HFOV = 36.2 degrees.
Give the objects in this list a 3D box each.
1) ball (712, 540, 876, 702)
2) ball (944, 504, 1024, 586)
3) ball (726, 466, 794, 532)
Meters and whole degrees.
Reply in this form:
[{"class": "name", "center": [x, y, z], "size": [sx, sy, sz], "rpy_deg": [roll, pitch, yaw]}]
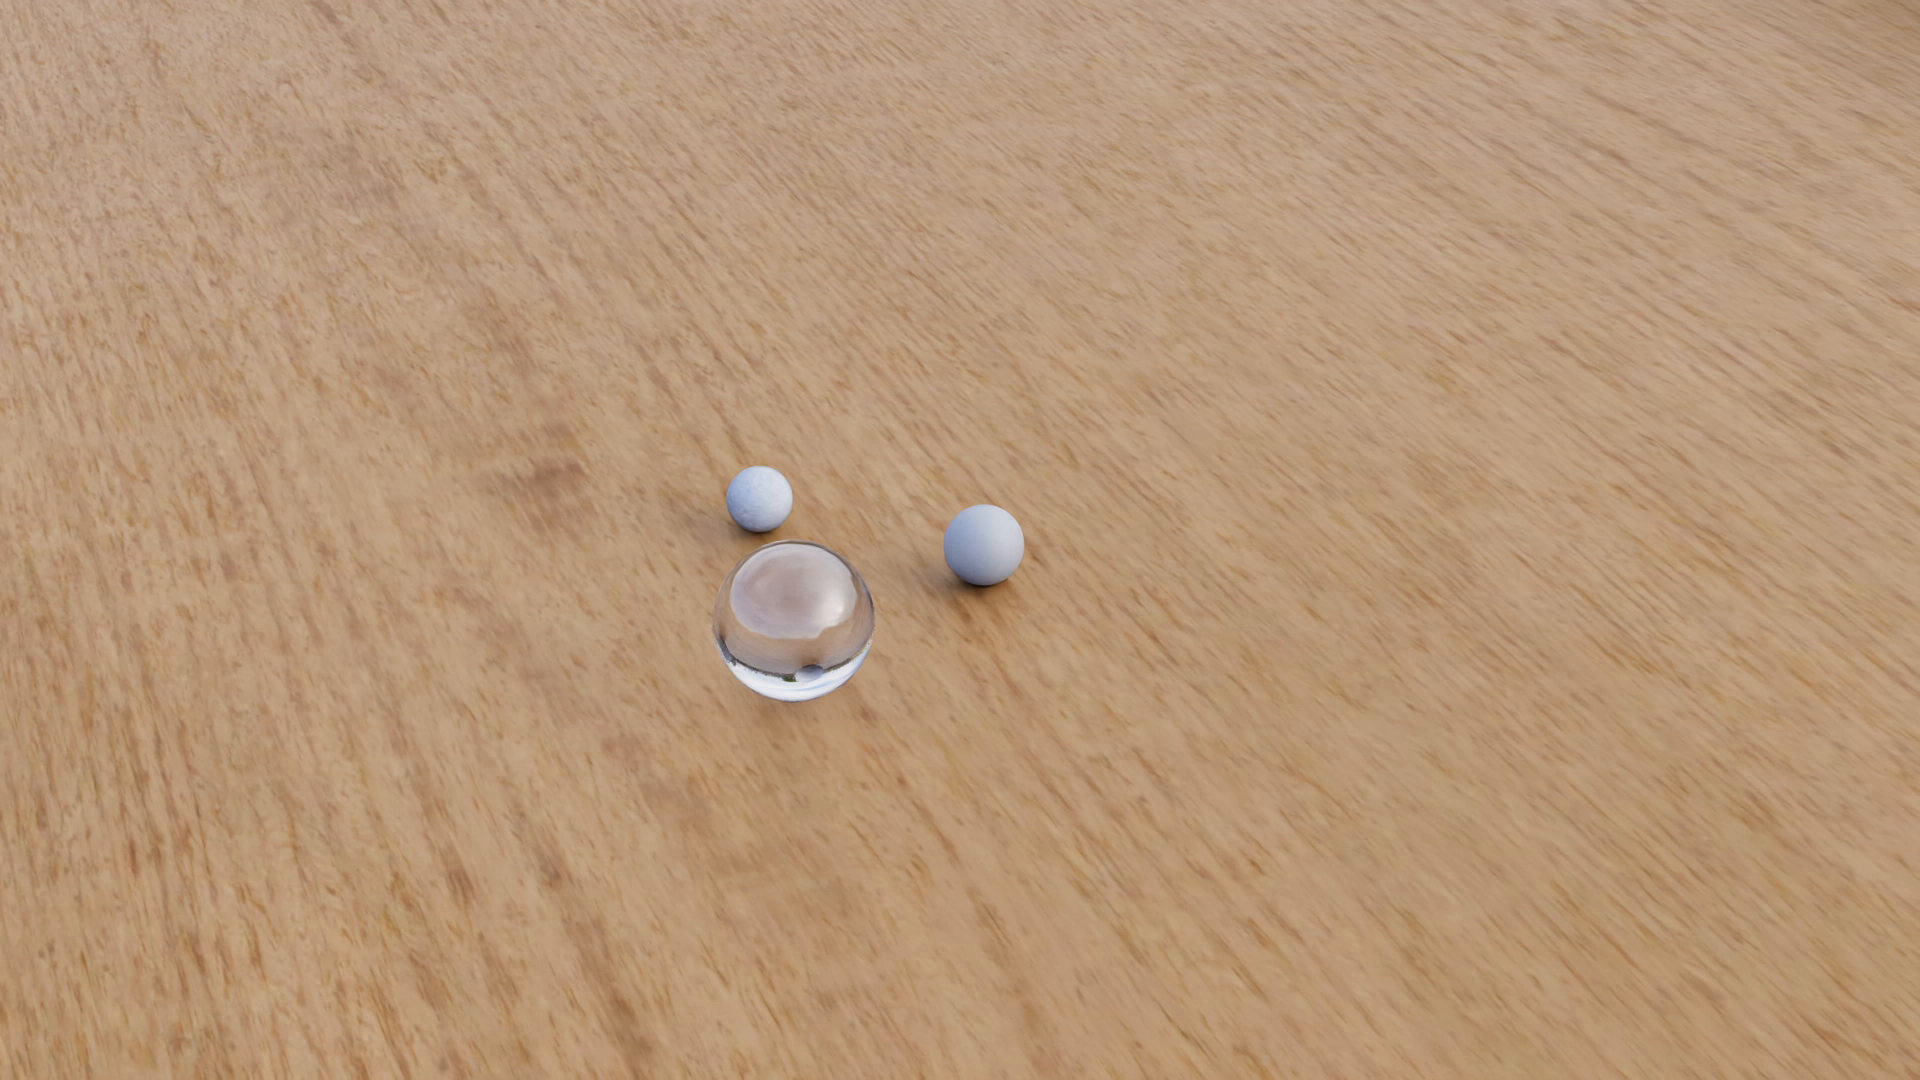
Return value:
[{"class": "ball", "center": [-0.091, 0.044, 1.609], "size": [0.089, 0.089, 0.089], "rpy_deg": [0, 31, 0]}, {"class": "ball", "center": [0.014, 0.003, 1.719], "size": [0.048, 0.048, 0.048], "rpy_deg": [0, 31, 0]}, {"class": "ball", "center": [-0.121, -0.025, 1.772], "size": [0.040, 0.040, 0.040], "rpy_deg": [0, 31, 0]}]
